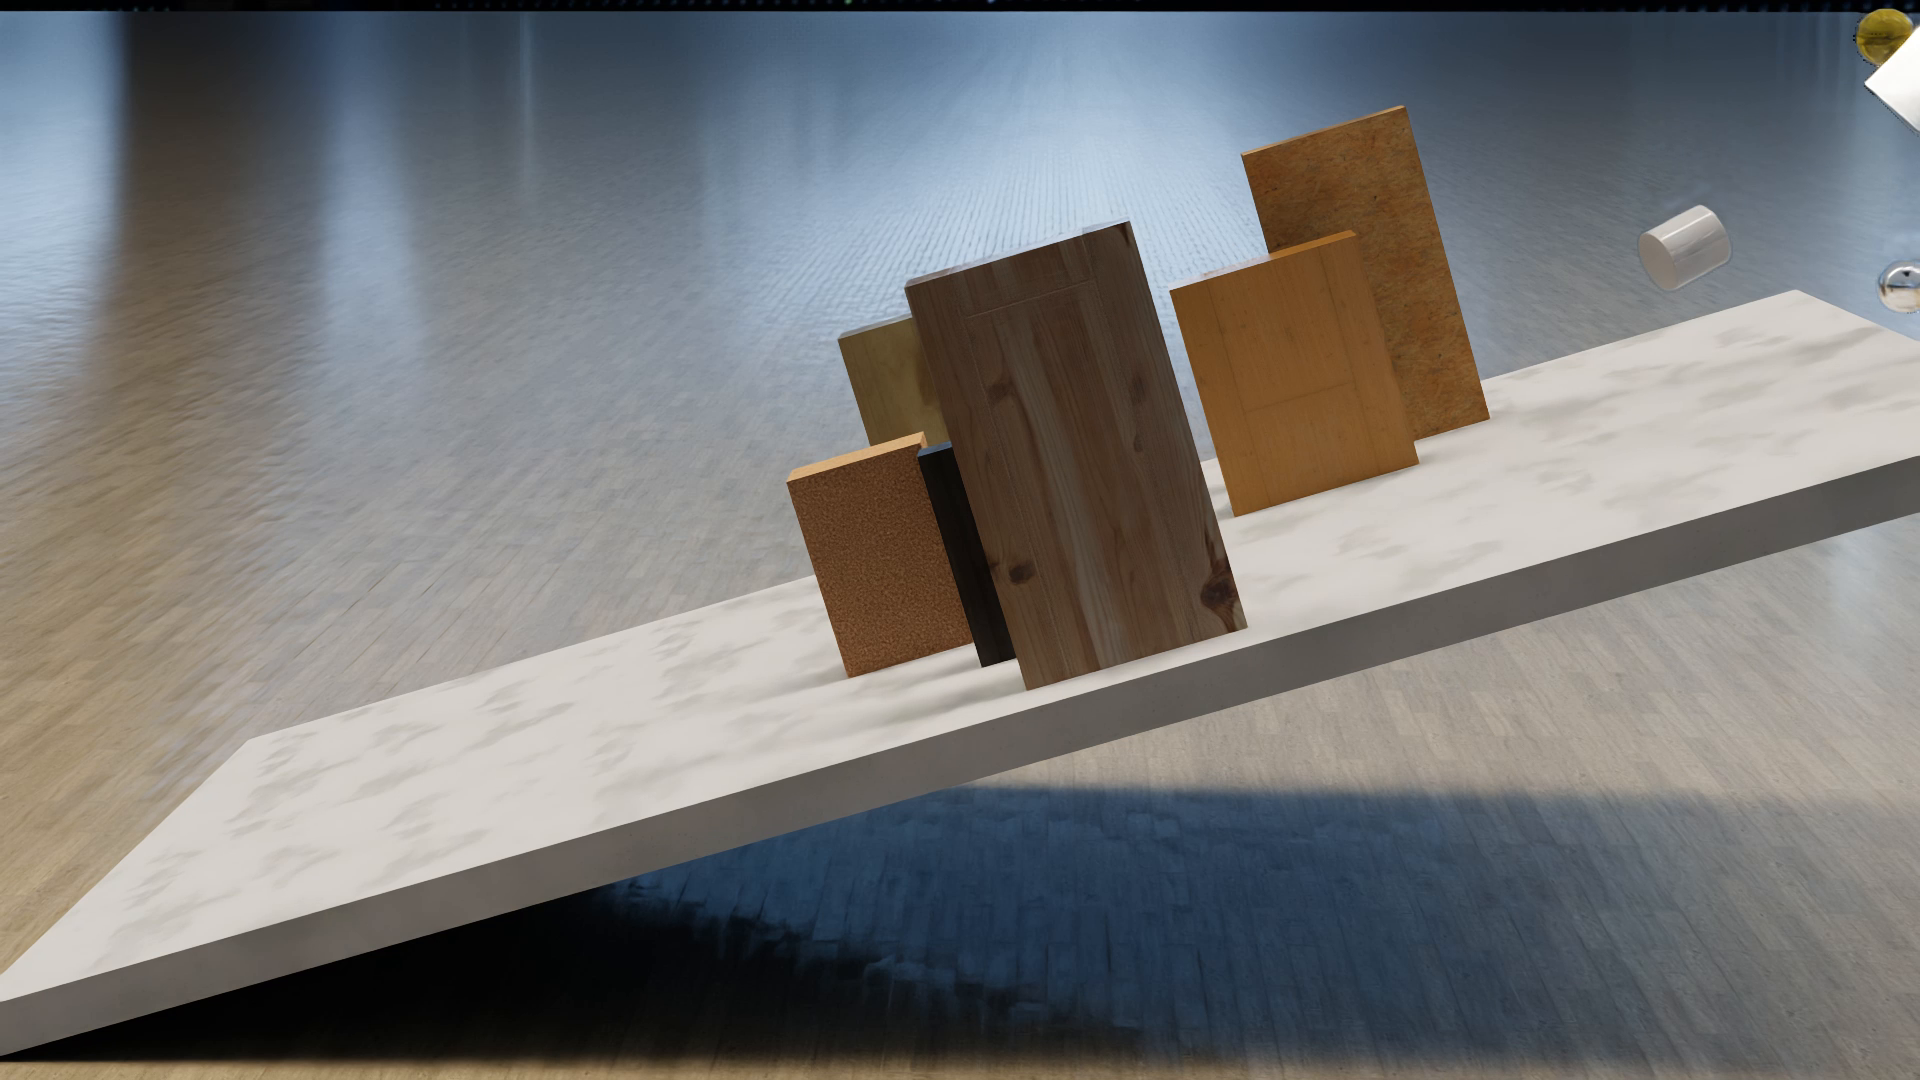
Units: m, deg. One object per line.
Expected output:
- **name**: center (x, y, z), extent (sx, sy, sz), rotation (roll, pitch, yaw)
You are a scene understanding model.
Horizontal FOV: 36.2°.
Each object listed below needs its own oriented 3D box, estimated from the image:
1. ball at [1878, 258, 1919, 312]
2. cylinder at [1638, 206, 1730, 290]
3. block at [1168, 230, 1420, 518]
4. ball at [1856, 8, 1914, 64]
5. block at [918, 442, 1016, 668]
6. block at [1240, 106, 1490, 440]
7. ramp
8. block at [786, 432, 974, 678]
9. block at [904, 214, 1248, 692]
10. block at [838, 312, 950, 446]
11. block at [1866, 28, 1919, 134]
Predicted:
- **ball**: center (1.908, -0.513, 5.938), extent (0.107, 0.107, 0.107), rotation (0, 11, 0)
- **cylinder**: center (1.576, -0.635, 6.397), extent (0.139, 0.139, 0.139), rotation (-28, 17, -11)
- **block**: center (0.731, -0.366, 6.462), extent (0.419, 0.521, 0.135), rotation (-16, 10, 5)
- **ball**: center (1.923, -1.047, 6.113), extent (0.117, 0.117, 0.117), rotation (0, 11, 0)
- **block**: center (0.161, -0.015, 5.749), extent (0.374, 0.436, 0.089), rotation (-16, 10, 5)
- **block**: center (0.920, -0.576, 6.678), extent (0.376, 0.733, 0.091), rotation (-16, 10, 5)
- **ramp**: center (0.093, 0.186, 6.318), extent (4.000, 0.100, 2.000), rotation (-16, 10, 5)
- **block**: center (-0.152, 0.030, 6.054), extent (0.284, 0.427, 0.150), rotation (-16, 10, 5)
- **block**: center (0.217, -0.160, 5.441), extent (0.426, 0.782, 0.138), rotation (-16, 10, 5)
- **block**: center (-0.060, -0.256, 7.034), extent (0.303, 0.574, 0.127), rotation (-16, 10, 5)
- **block**: center (1.904, -0.860, 5.660), extent (0.182, 0.182, 0.182), rotation (29, 22, -39)
